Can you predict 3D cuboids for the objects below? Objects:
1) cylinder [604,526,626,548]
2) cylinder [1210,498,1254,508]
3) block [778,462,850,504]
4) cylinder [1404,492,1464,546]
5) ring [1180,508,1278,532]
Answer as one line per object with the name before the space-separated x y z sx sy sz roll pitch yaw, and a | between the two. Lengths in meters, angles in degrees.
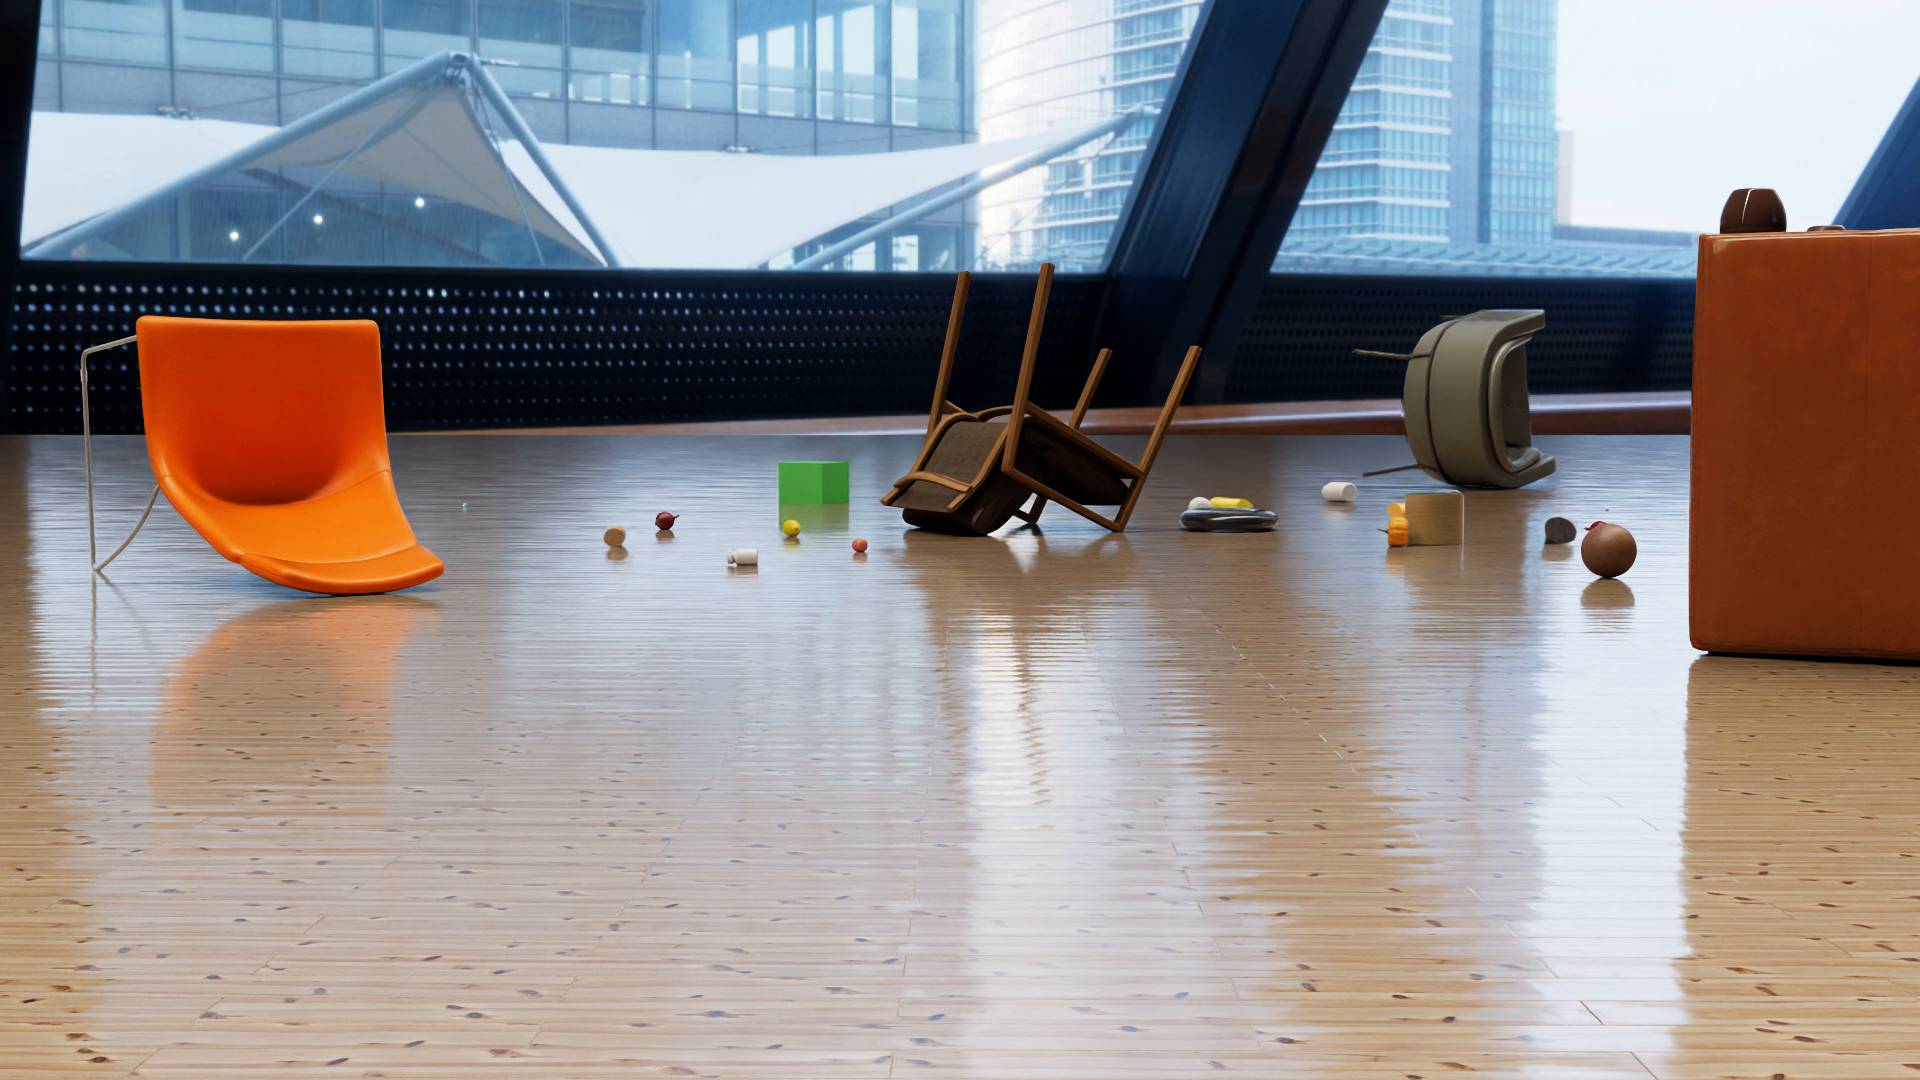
cylinder | -0.986 -0.010 6.285 0.058 0.054 0.084 -22 5 -3
cylinder | 0.959 -0.116 7.763 0.116 0.058 0.111 3 -11 40
block | -0.578 -0.228 8.700 0.204 0.160 0.197 2 5 29
cylinder | 1.377 -0.061 6.385 0.205 0.144 0.143 -3 5 -41
ring | 0.860 -0.065 7.030 0.314 0.066 0.389 1 4 14
